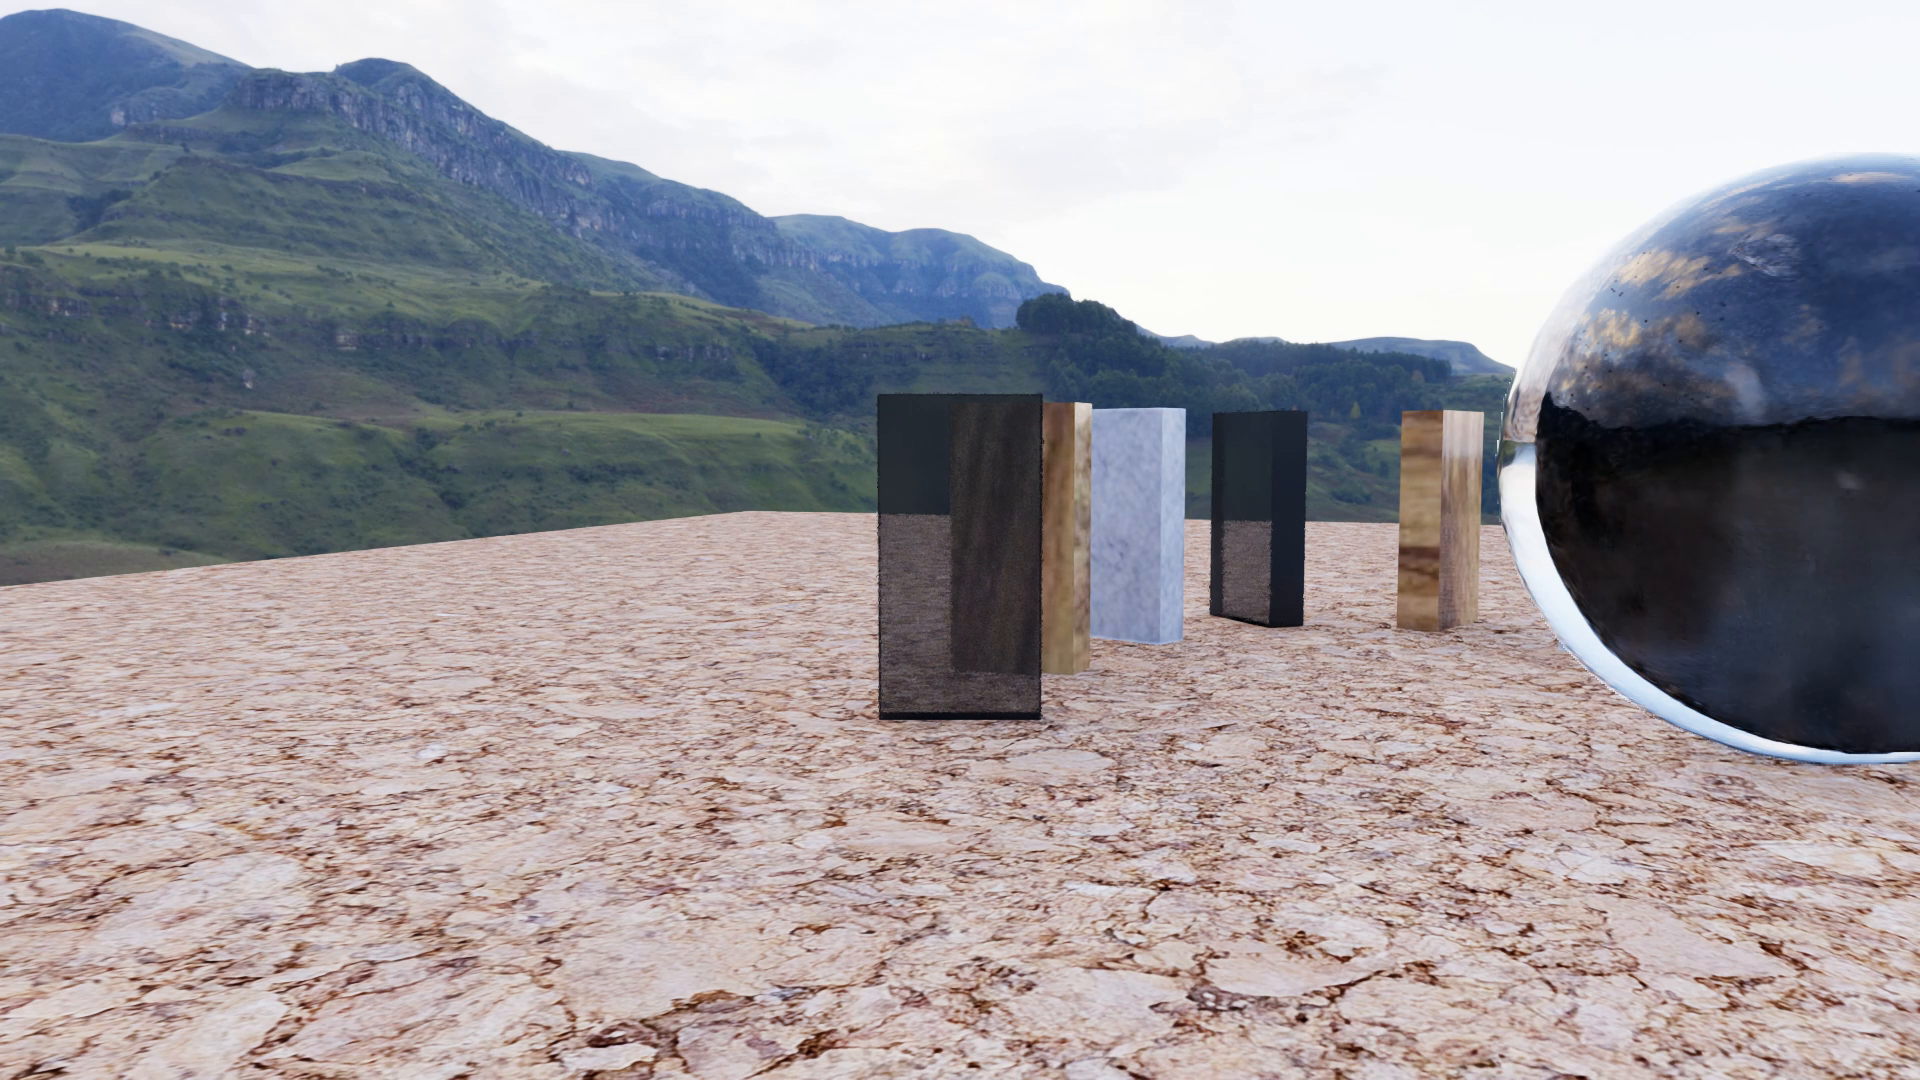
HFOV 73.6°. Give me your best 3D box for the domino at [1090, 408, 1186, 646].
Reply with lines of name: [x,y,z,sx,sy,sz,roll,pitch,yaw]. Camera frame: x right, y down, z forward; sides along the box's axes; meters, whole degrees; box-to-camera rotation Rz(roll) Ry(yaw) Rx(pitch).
domino: [0.036,-0.004,0.281,0.025,0.050,0.009,4,6,41]

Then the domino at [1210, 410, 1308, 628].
domino: [0.071,-0.006,0.308,0.009,0.050,0.025,-2,5,-22]

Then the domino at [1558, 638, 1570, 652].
domino: [0.137,-0.002,0.264,0.025,0.050,0.009,-2,5,-22]

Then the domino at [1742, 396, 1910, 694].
domino: [0.150,0.001,0.223,0.025,0.050,0.009,-1,0,-16]

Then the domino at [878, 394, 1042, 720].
domino: [0.000,0.002,0.201,0.025,0.050,0.009,0,4,0]

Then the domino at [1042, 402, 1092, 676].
domino: [0.011,-0.001,0.244,0.025,0.050,0.009,2,5,25]

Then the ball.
ball: [0.115,-0.010,0.171,0.080,0.080,0.080,0,4,0]

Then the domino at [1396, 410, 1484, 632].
domino: [0.113,-0.005,0.301,0.009,0.050,0.025,4,6,42]
